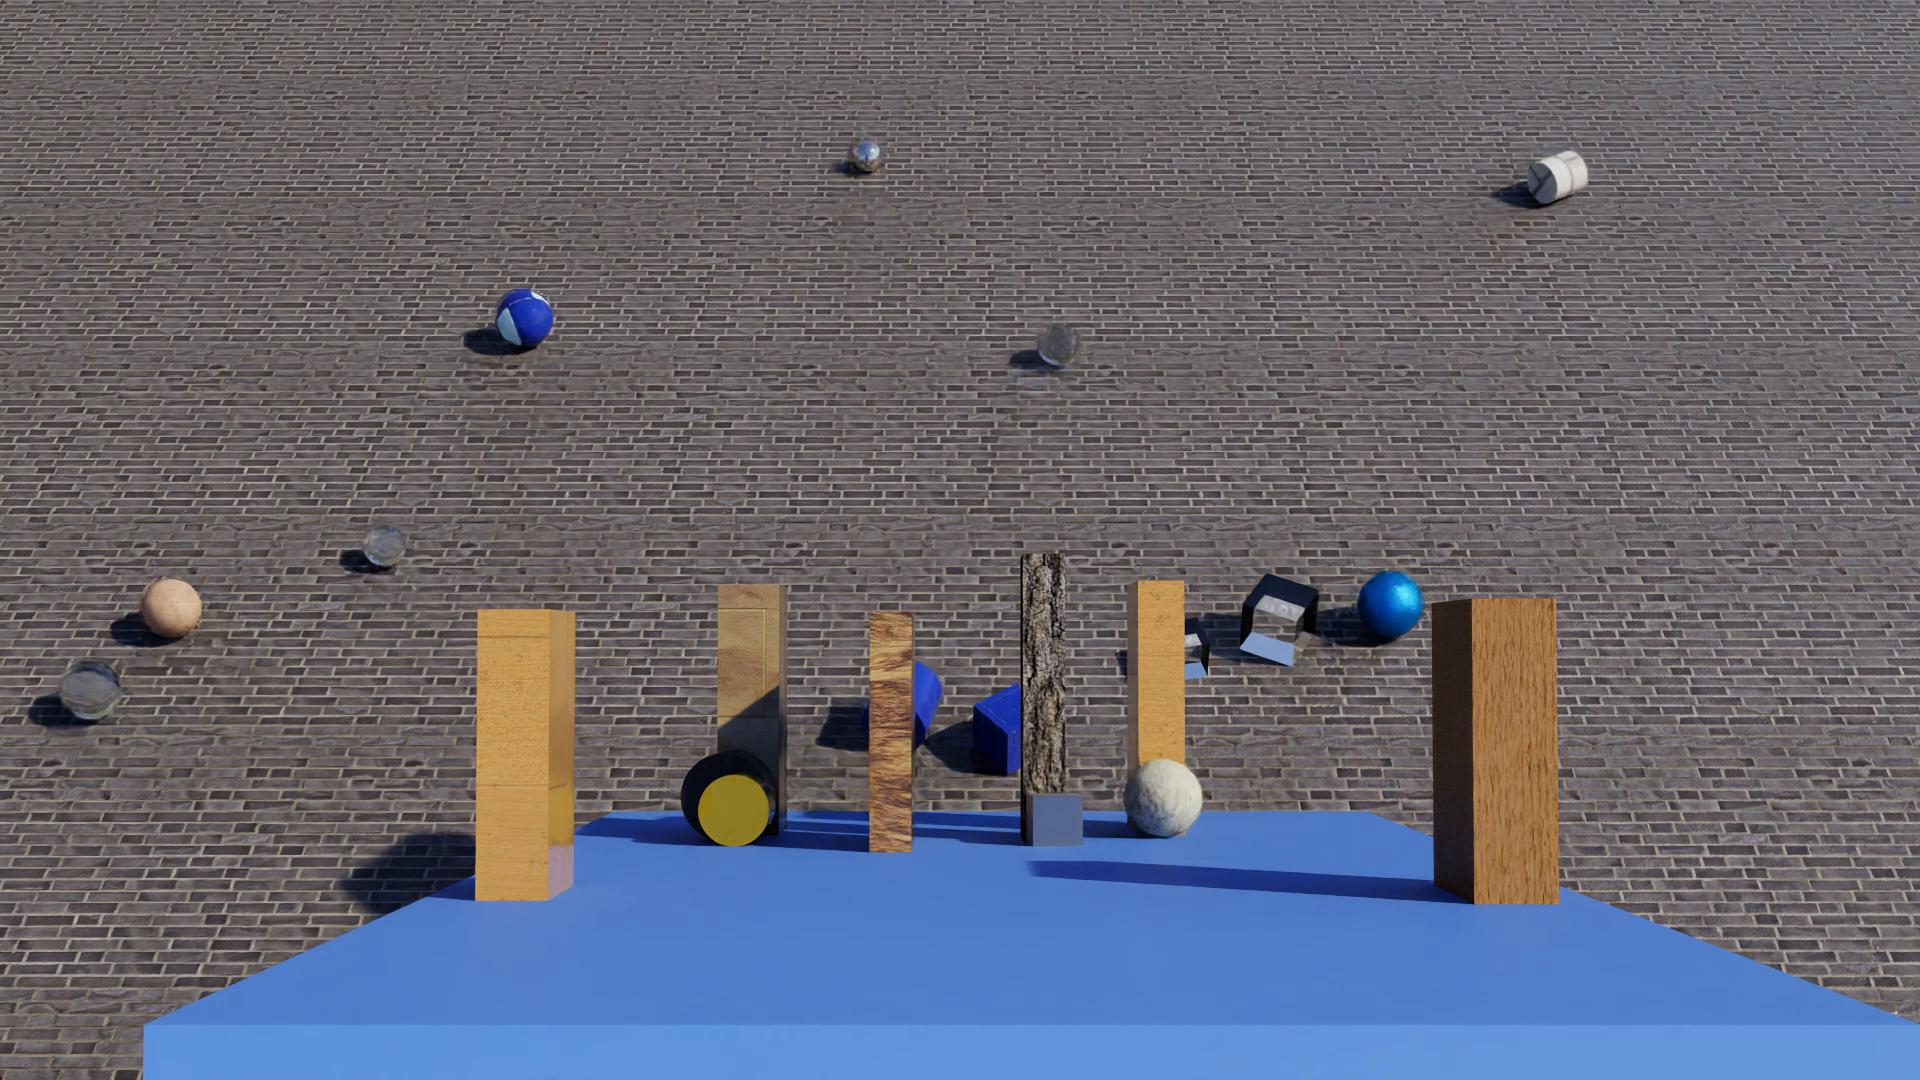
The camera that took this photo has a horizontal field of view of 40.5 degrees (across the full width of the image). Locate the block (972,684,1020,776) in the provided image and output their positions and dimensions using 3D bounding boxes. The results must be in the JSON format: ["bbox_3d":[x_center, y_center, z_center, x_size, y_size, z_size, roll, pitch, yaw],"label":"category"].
[{"bbox_3d":[0.142,0.524,7.189,0.152,0.152,0.152,-25,43,-30],"label":"block"}]

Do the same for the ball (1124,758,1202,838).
[{"bbox_3d":[0.462,0.589,5.933,0.179,0.179,0.179,0,37,0],"label":"ball"}]

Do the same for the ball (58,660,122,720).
[{"bbox_3d":[-2.444,0.422,7.312,0.170,0.170,0.170,0,37,0],"label":"ball"}]

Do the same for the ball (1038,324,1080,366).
[{"bbox_3d":[0.333,-0.656,8.768,0.142,0.142,0.142,0,37,0],"label":"ball"}]

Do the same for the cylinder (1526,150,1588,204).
[{"bbox_3d":[2.222,-1.350,9.679,0.158,0.158,0.158,-22,42,-27],"label":"cylinder"}]

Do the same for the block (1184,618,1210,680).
[{"bbox_3d":[0.640,0.317,7.491,0.122,0.122,0.122,-8,38,-10],"label":"block"}]

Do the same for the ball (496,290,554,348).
[{"bbox_3d":[-1.482,-0.752,8.854,0.193,0.193,0.193,0,37,0],"label":"ball"}]

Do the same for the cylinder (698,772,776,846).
[{"bbox_3d":[-0.491,0.592,5.734,0.156,0.156,0.156,1,-3,1],"label":"cylinder"}]

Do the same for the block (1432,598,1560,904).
[{"bbox_3d":[0.929,0.361,4.537,0.142,0.510,0.372,0,-3,0],"label":"block"}]

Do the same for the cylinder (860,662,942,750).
[{"bbox_3d":[-0.163,0.463,7.241,0.187,0.187,0.187,8,37,11],"label":"cylinder"}]

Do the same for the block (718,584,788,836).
[{"bbox_3d":[-0.490,0.399,6.161,0.142,0.579,0.283,0,-3,0],"label":"block"}]

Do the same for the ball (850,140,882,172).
[{"bbox_3d":[-0.356,-1.456,9.848,0.122,0.122,0.122,0,37,0],"label":"ball"}]

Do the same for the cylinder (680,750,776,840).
[{"bbox_3d":[-0.525,0.579,5.912,0.197,0.197,0.197,1,-3,1],"label":"cylinder"}]

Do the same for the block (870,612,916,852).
[{"bbox_3d":[-0.147,0.414,5.712,0.088,0.508,0.438,0,-3,0],"label":"block"}]

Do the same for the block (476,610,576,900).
[{"bbox_3d":[-0.759,0.371,4.561,0.123,0.493,0.294,0,-3,0],"label":"block"}]

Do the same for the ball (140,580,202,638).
[{"bbox_3d":[-2.305,0.200,7.605,0.172,0.172,0.172,0,37,0],"label":"ball"}]

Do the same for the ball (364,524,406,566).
[{"bbox_3d":[-1.744,0.017,7.885,0.128,0.128,0.128,0,37,0],"label":"ball"}]

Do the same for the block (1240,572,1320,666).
[{"bbox_3d":[0.928,0.231,7.566,0.168,0.168,0.168,19,41,23],"label":"block"}]

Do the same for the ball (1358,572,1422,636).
[{"bbox_3d":[1.257,0.189,7.605,0.188,0.188,0.188,0,37,0],"label":"ball"}]

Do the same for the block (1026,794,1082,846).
[{"bbox_3d":[0.207,0.614,5.713,0.109,0.109,0.109,0,-3,-6],"label":"block"}]

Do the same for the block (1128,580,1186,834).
[{"bbox_3d":[0.467,0.397,6.229,0.107,0.588,0.397,0,-3,0],"label":"block"}]

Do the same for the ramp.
[{"bbox_3d":[0.081,0.684,4.924,2.000,0.100,4.000,0,-3,0],"label":"ramp"}]

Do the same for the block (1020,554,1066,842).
[{"bbox_3d":[0.187,0.356,5.909,0.094,0.641,0.253,0,-3,0],"label":"block"}]
